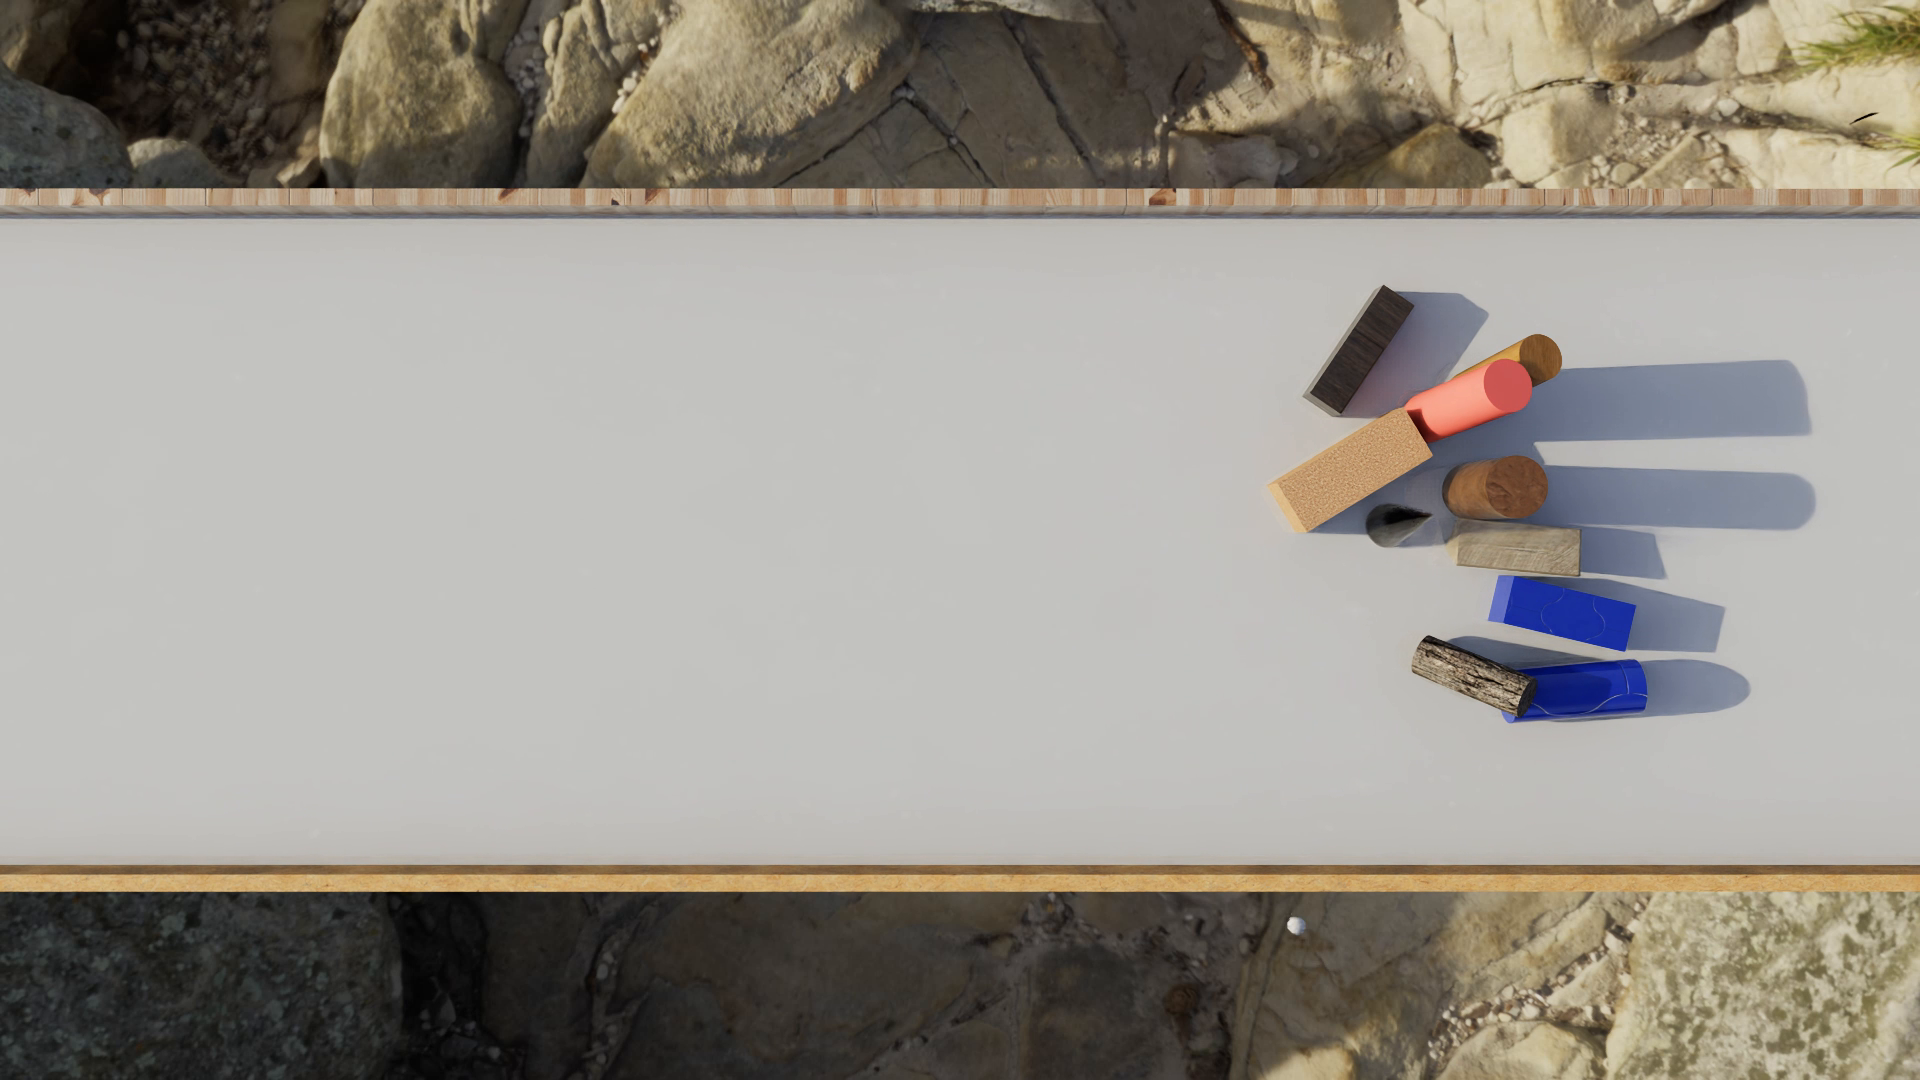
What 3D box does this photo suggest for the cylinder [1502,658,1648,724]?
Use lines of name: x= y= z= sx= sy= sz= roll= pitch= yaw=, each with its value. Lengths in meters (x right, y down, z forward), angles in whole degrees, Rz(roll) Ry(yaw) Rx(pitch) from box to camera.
cylinder: x=1.850 y=0.457 z=4.993 sx=0.391 sy=0.167 sz=0.167 roll=-4 pitch=90 yaw=0

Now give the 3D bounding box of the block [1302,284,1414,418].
block: x=1.211 y=-0.574 z=5.019 sx=0.114 sy=0.114 sz=0.395 roll=34 pitch=90 yaw=0

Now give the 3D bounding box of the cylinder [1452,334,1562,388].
cylinder: x=1.604 y=-0.484 z=4.869 sx=0.137 sy=0.391 sz=0.137 roll=3 pitch=79 yaw=-13

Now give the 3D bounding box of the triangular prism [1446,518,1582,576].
triangular prism: x=1.678 y=0.044 z=4.982 sx=0.371 sy=0.144 sz=0.125 roll=5 pitch=50 yaw=0

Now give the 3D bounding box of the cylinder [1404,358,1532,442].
cylinder: x=1.483 y=-0.403 z=4.842 sx=0.154 sy=0.444 sz=0.154 roll=2 pitch=82 yaw=-14

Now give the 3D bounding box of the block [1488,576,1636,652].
block: x=1.823 y=0.222 z=5.004 sx=0.375 sy=0.145 sz=0.145 roll=13 pitch=90 yaw=0

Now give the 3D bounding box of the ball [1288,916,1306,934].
ball: x=5.044 y=5.782 z=24.746 sx=0.269 sy=0.269 sz=0.269 roll=0 pitch=90 yaw=0

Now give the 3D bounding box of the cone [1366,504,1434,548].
cone: x=1.325 y=-0.057 z=4.859 sx=0.136 sy=0.424 sz=0.136 roll=0 pitch=86 yaw=-3

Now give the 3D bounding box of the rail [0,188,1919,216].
rail: x=-2.247 y=-1.025 z=5.002 sx=12.000 sy=0.150 sz=0.050 roll=0 pitch=90 yaw=0

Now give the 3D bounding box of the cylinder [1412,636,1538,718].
cylinder: x=1.534 y=0.405 z=4.927 sx=0.340 sy=0.126 sz=0.126 roll=24 pitch=90 yaw=35

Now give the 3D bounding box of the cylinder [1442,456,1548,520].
cylinder: x=1.572 y=-0.150 z=4.867 sx=0.178 sy=0.419 sz=0.178 roll=0 pitch=90 yaw=0

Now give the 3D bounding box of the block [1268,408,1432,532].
block: x=1.176 y=-0.209 z=4.991 sx=0.440 sy=0.170 sz=0.170 roll=-31 pitch=90 yaw=0

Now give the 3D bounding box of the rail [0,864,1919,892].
rail: x=-2.247 y=1.025 z=5.001 sx=12.000 sy=0.150 sz=0.050 roll=0 pitch=90 yaw=0
